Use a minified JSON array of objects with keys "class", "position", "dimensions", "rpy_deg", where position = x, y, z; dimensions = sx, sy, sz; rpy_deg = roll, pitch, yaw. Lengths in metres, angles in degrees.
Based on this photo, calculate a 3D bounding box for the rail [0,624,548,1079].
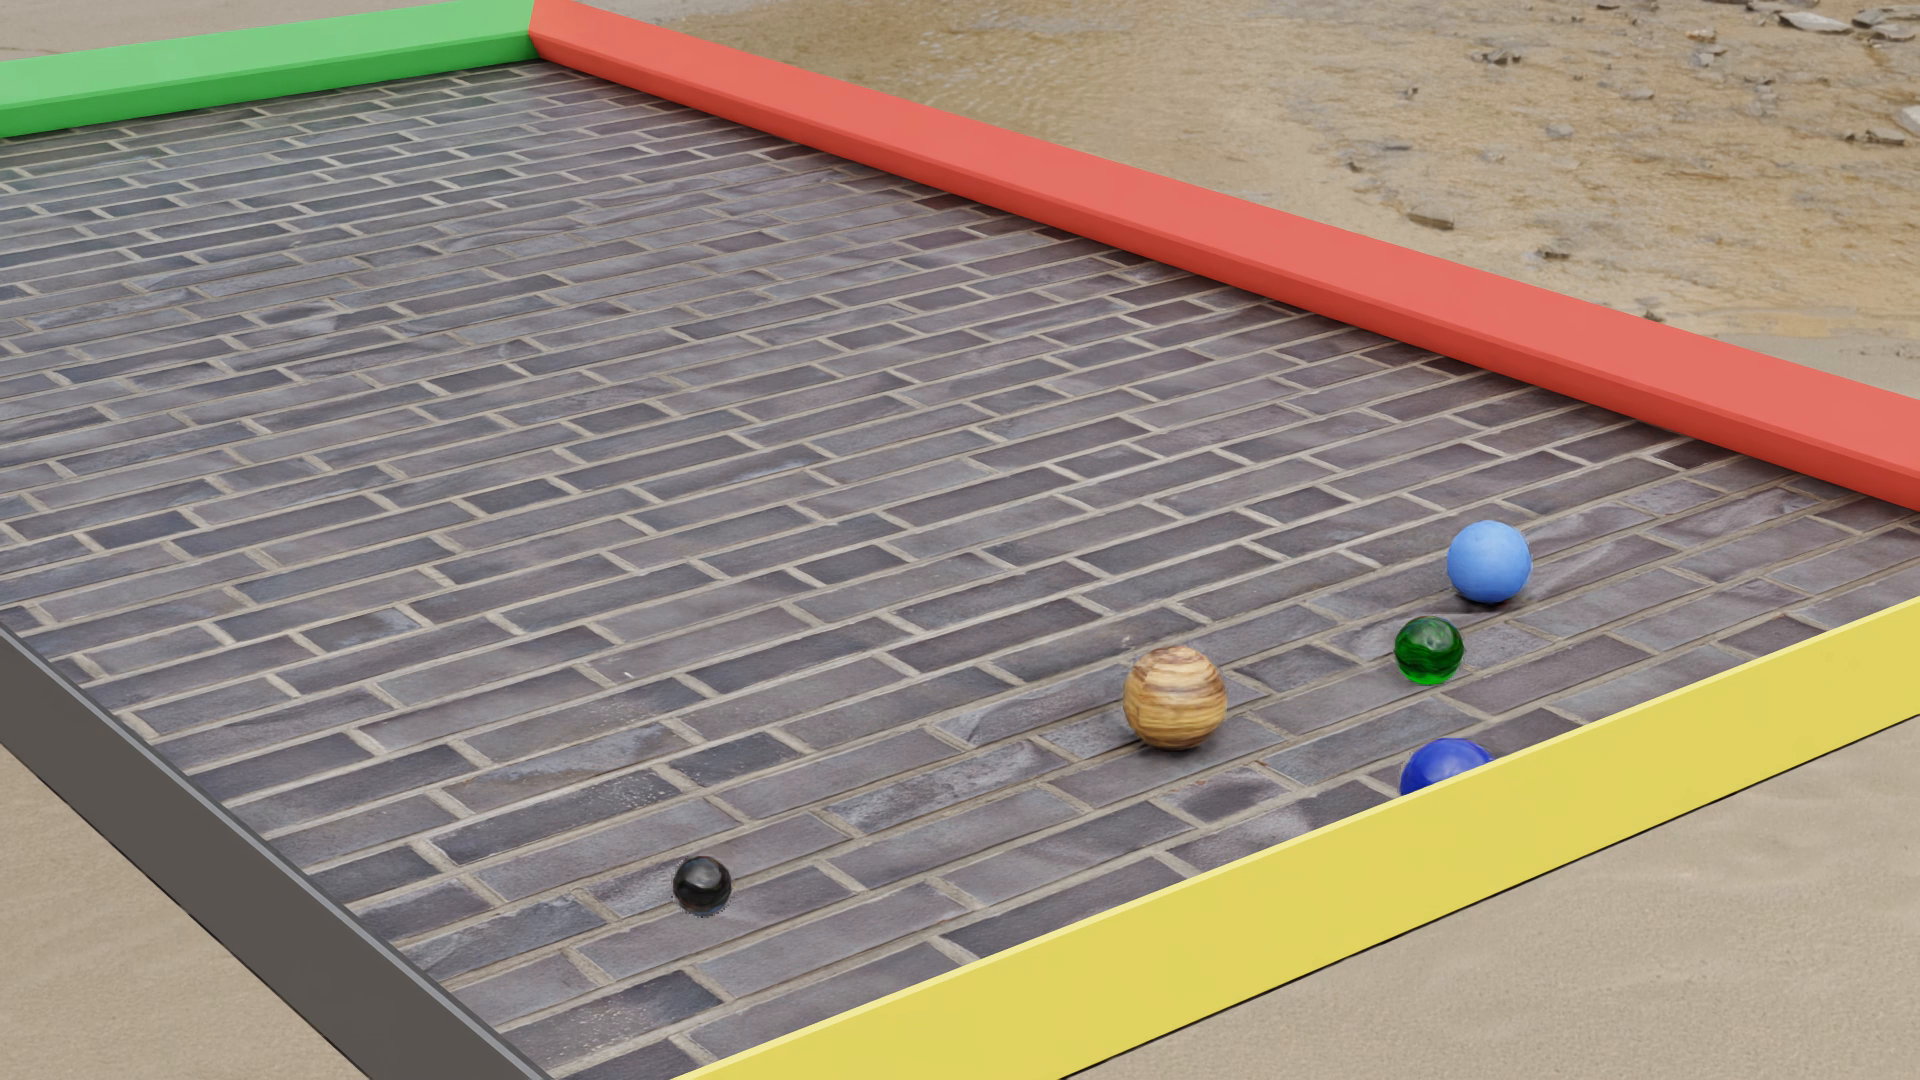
[{"class":"rail","position":[-1.034,-0.048,2.625],"dimensions":[0.045,0.103,2.778],"rpy_deg":[-16,26,-35]}]

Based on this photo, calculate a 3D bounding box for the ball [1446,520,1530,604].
[{"class":"ball","position":[0.449,0.019,2.500],"dimensions":[0.071,0.071,0.071],"rpy_deg":[0,21,0]}]

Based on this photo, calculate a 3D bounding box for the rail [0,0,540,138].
[{"class":"rail","position":[-1.262,-0.613,4.069],"dimensions":[1.587,0.103,0.045],"rpy_deg":[-16,26,-35]}]

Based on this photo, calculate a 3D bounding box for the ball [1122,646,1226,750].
[{"class":"ball","position":[0.163,0.120,2.231],"dimensions":[0.079,0.079,0.079],"rpy_deg":[0,21,0]}]

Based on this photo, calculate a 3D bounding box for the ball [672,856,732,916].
[{"class":"ball","position":[-0.174,0.234,1.991],"dimensions":[0.040,0.040,0.040],"rpy_deg":[0,21,0]}]

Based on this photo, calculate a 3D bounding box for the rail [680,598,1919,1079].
[{"class":"rail","position":[0.411,0.173,2.059],"dimensions":[1.587,0.103,0.045],"rpy_deg":[-16,26,-35]}]

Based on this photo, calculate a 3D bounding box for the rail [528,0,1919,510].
[{"class":"rail","position":[0.183,-0.392,3.503],"dimensions":[0.045,0.103,2.778],"rpy_deg":[-16,26,-35]}]

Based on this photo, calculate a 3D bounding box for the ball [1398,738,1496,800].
[{"class":"ball","position":[0.349,0.178,2.088],"dimensions":[0.075,0.075,0.075],"rpy_deg":[0,21,0]}]

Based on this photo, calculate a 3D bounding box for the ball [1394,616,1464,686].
[{"class":"ball","position":[0.374,0.088,2.344],"dimensions":[0.056,0.056,0.056],"rpy_deg":[0,21,0]}]
